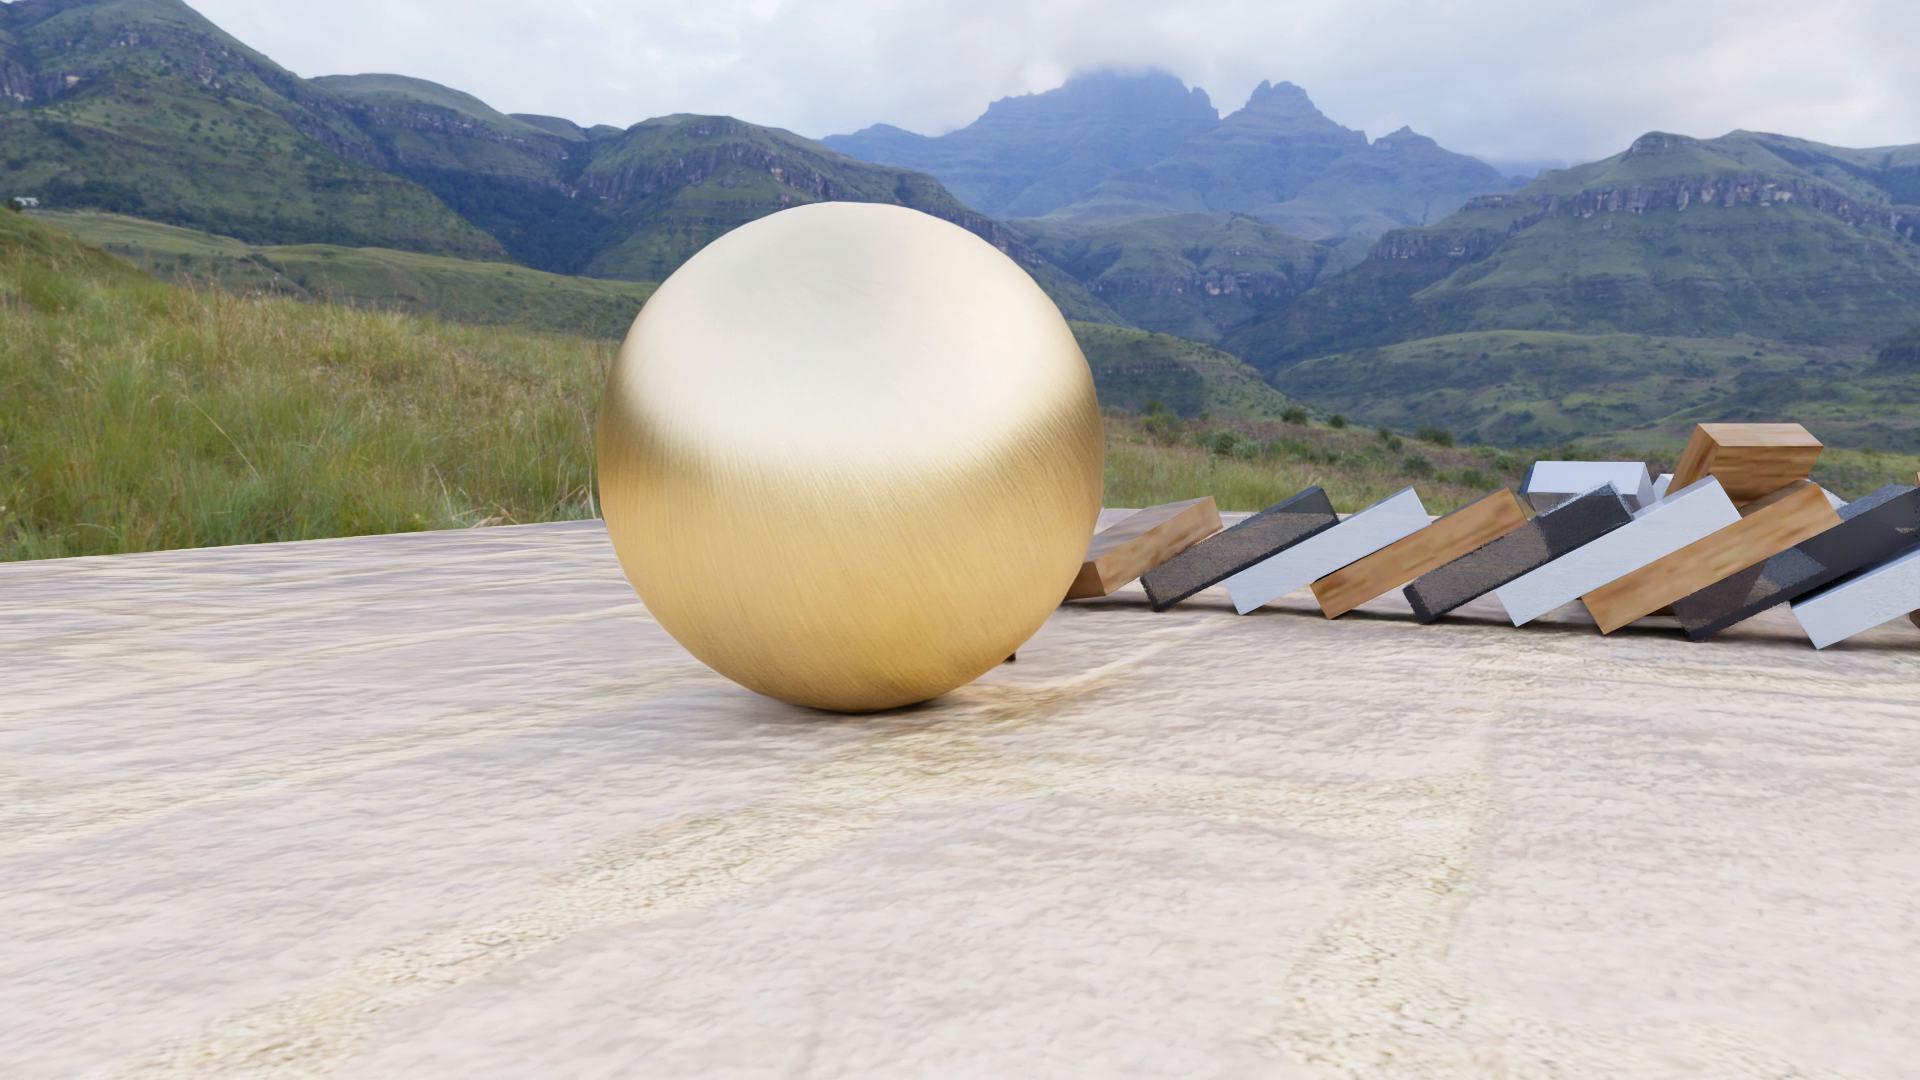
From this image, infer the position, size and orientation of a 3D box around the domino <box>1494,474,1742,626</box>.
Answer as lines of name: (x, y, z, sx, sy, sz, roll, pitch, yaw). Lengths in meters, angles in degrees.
domino: (0.149, 0.002, 0.291, 0.050, 0.010, 0.025, -33, -10, 27)

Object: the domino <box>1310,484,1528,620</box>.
domino: (0.112, 0.003, 0.313, 0.050, 0.009, 0.025, -30, -8, 22)

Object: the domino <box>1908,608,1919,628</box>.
domino: (0.223, 0.010, 0.256, 0.050, 0.009, 0.025, -14, 8, 24)

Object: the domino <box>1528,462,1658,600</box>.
domino: (0.166, -0.001, 0.330, 0.025, 0.010, 0.050, 4, -32, 42)

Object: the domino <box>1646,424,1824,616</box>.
domino: (0.181, -0.004, 0.308, 0.025, 0.050, 0.010, 0, 37, -6)

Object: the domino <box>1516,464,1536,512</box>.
domino: (0.177, -0.002, 0.348, 0.050, 0.010, 0.025, 37, -12, -24)

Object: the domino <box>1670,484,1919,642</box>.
domino: (0.180, 0.005, 0.277, 0.050, 0.010, 0.025, -32, -10, 24)

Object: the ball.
ball: (-0.017, -0.013, 0.205, 0.080, 0.080, 0.080, 0, 4, 0)

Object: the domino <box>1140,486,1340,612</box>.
domino: (0.071, 0.002, 0.331, 0.050, 0.010, 0.025, -27, -1, 12)

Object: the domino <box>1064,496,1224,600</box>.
domino: (0.046, 0.002, 0.348, 0.050, 0.009, 0.025, -26, 10, -37)

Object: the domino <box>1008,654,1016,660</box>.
domino: (-0.001, 0.001, 0.264, 0.025, 0.050, 0.009, 0, -37, 2)

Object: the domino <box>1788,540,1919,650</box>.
domino: (0.199, 0.004, 0.264, 0.050, 0.010, 0.025, -34, -6, 31)

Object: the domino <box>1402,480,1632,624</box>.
domino: (0.131, 0.003, 0.302, 0.050, 0.010, 0.025, -33, -10, 26)

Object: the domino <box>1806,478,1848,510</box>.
domino: (0.241, 0.000, 0.350, 0.025, 0.009, 0.050, -2, 34, -25)

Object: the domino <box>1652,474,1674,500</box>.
domino: (0.225, -0.002, 0.365, 0.025, 0.010, 0.050, -2, 35, -38)

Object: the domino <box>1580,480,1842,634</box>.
domino: (0.164, 0.004, 0.284, 0.050, 0.009, 0.025, -32, -10, 24)

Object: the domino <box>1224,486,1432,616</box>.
domino: (0.092, 0.002, 0.322, 0.050, 0.010, 0.025, -28, -5, 19)

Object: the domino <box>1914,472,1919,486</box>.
domino: (0.261, 0.001, 0.326, 0.025, 0.010, 0.050, 5, 37, 25)
